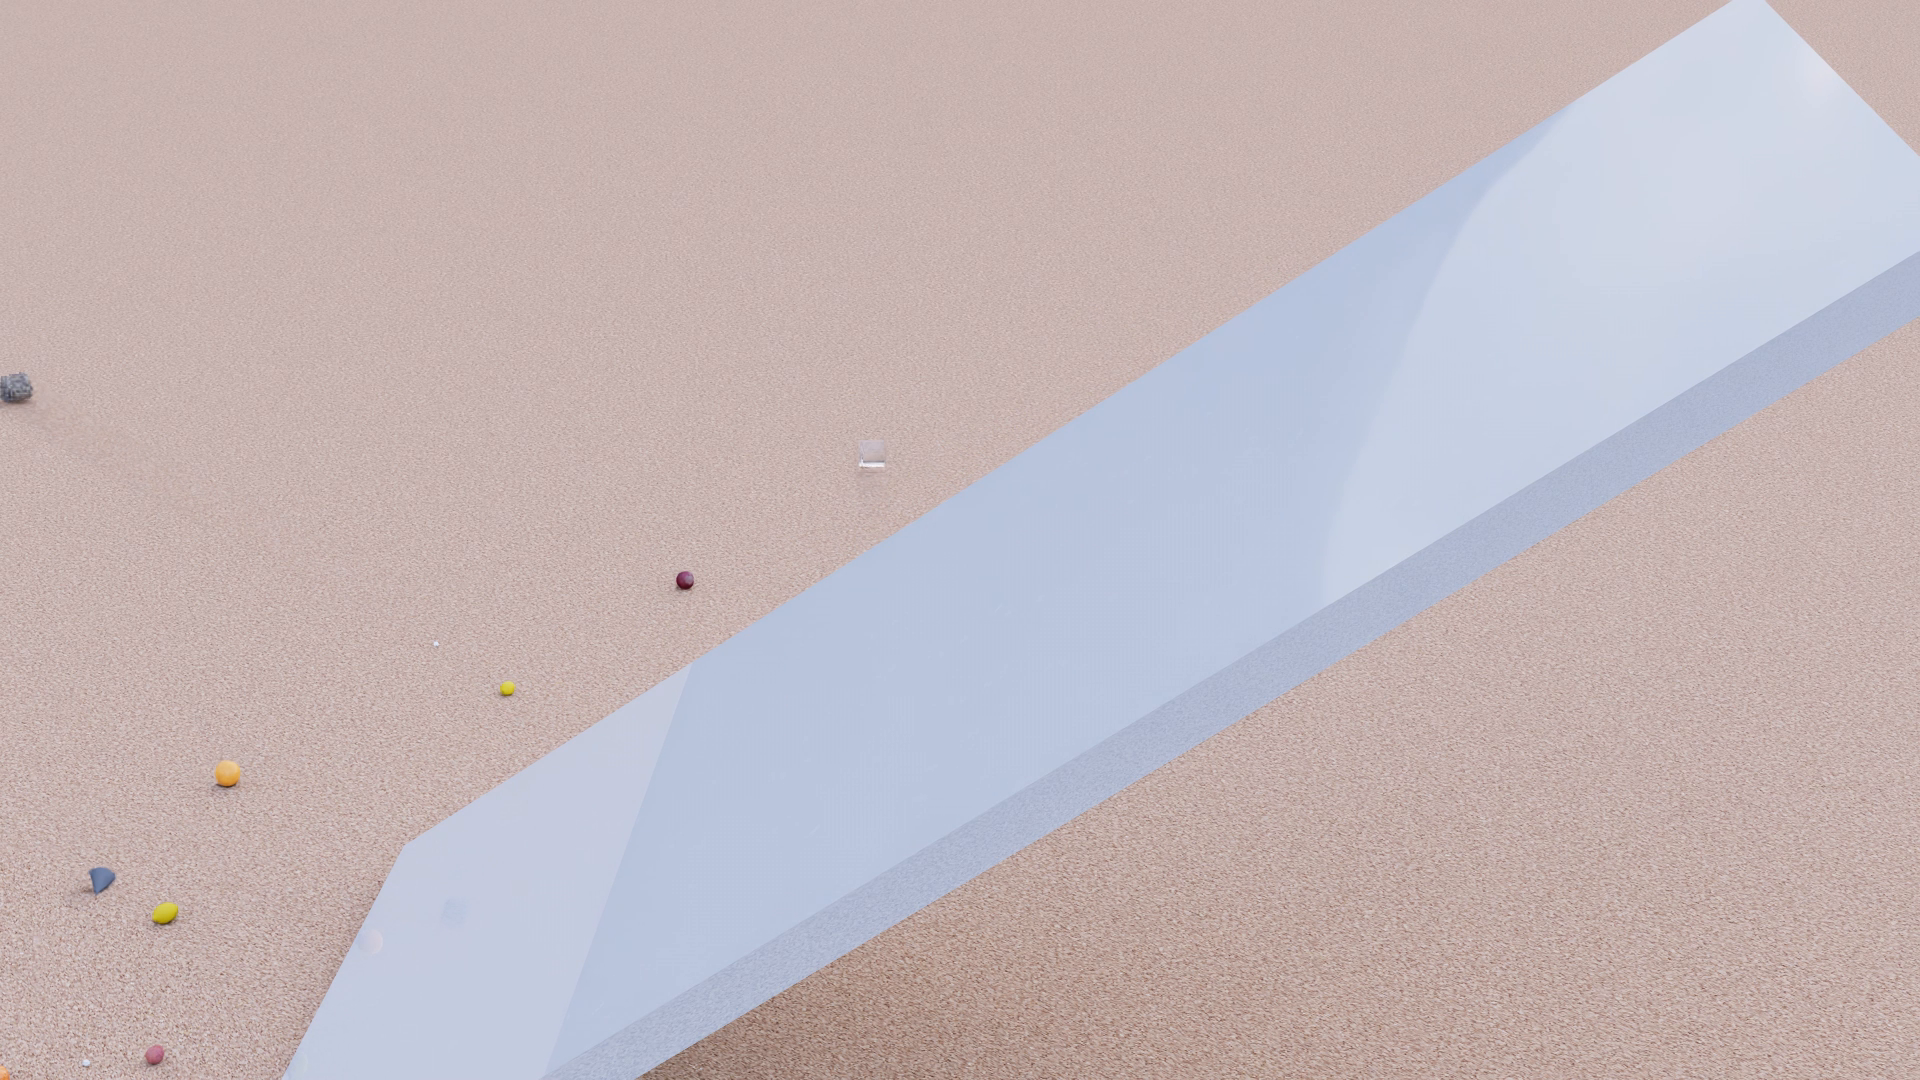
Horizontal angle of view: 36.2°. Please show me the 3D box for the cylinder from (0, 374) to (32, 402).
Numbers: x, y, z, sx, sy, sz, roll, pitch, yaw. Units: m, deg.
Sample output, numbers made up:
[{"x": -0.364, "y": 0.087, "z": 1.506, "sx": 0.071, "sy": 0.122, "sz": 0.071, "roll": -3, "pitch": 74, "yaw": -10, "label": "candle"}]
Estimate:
[{"x": -3.661, "y": -0.586, "z": 11.400, "sx": 0.094, "sy": 0.094, "sz": 0.094, "roll": -15, "pitch": 26, "yaw": -35, "label": "cylinder"}]

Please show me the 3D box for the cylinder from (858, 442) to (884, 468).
[{"x": -0.322, "y": -0.312, "z": 10.702, "sx": 0.092, "sy": 0.092, "sz": 0.092, "roll": -1, "pitch": 21, "yaw": -2, "label": "cylinder"}]

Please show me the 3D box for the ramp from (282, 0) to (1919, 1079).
[{"x": 0.136, "y": 0.174, "z": 6.305, "sx": 4.000, "sy": 0.100, "sz": 2.000, "roll": -32, "pitch": 16, "yaw": 15, "label": "ramp"}]
